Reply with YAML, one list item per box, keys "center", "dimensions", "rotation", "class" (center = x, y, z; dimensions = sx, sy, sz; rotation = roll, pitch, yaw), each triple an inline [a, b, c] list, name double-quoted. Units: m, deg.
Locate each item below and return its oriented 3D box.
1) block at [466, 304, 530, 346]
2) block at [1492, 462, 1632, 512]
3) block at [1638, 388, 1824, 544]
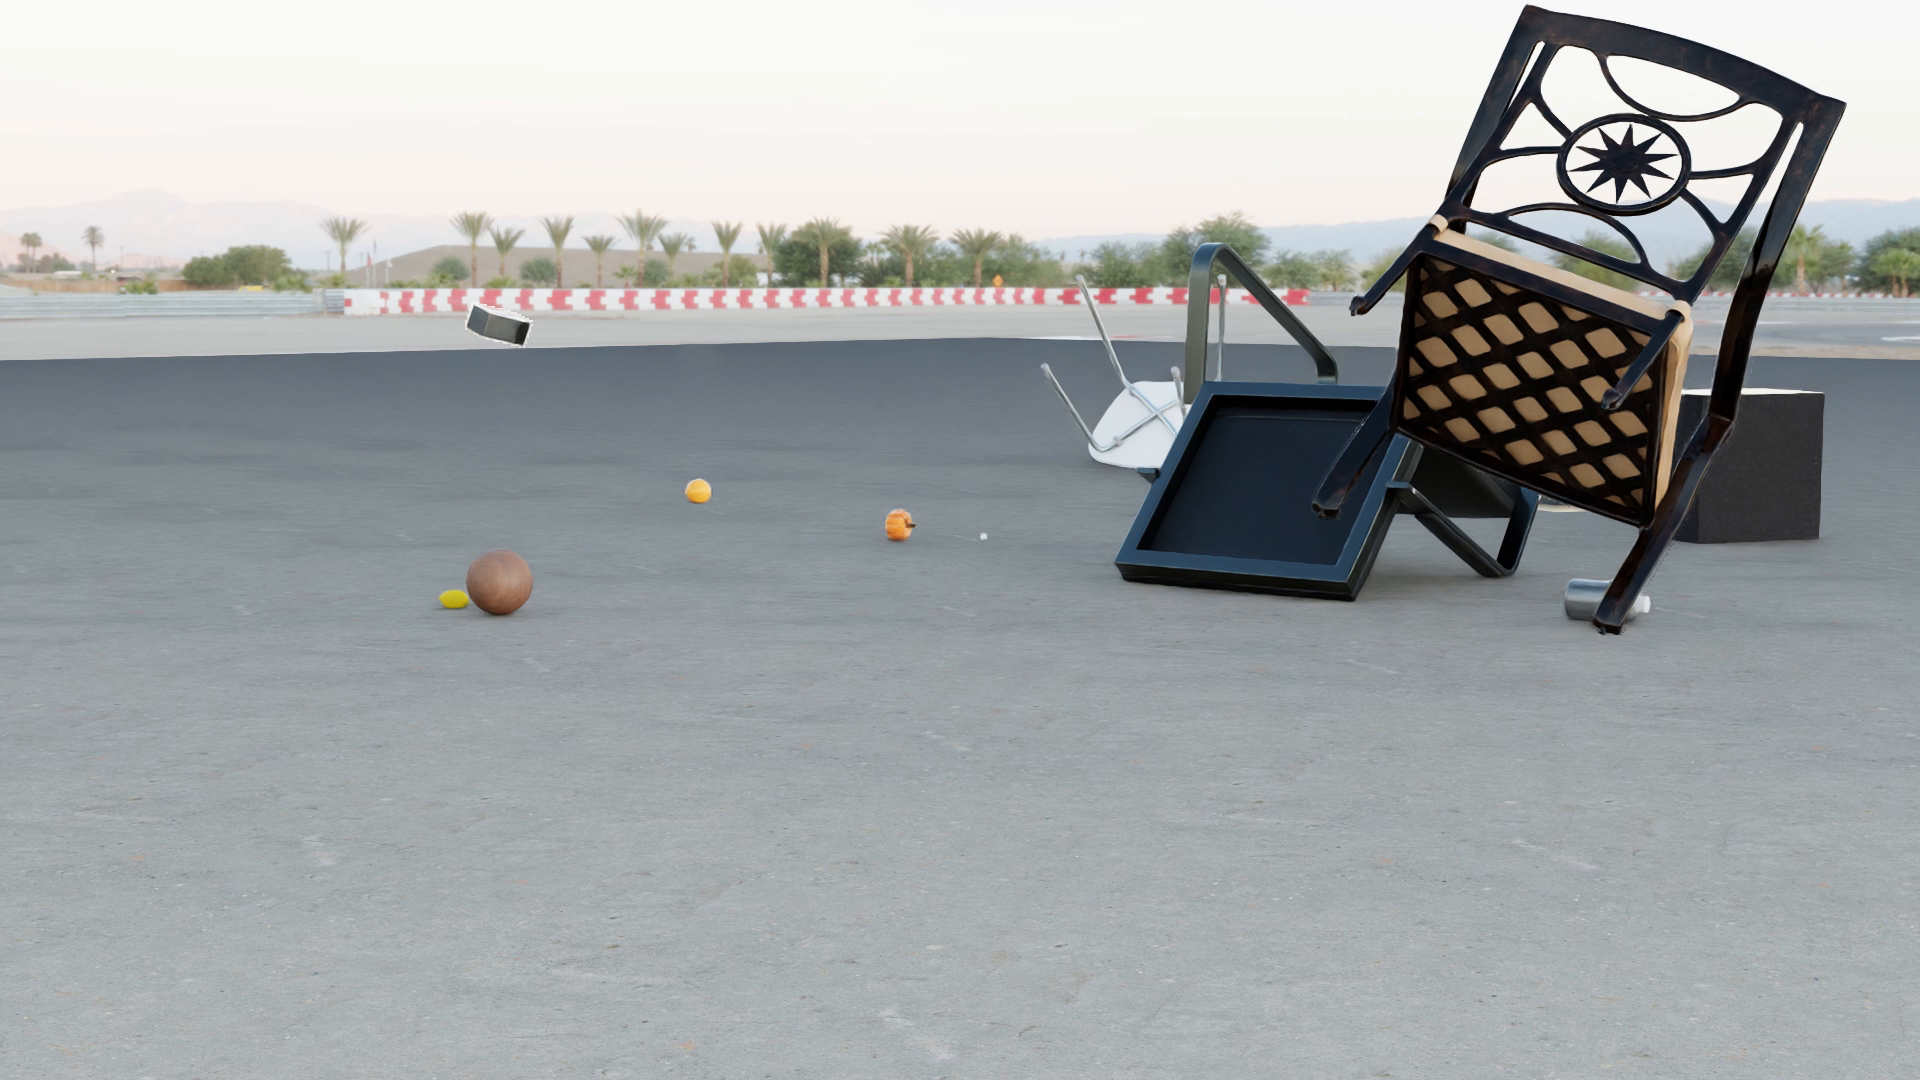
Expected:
- center: [-1.338, -0.623, 7.439]
  dimensions: [0.144, 0.069, 0.089]
  rotation: [11, 12, -45]
  class: "block"
- center: [1.723, -0.155, 7.349]
  dimensions: [0.260, 0.116, 0.303]
  rotation: [-3, 6, -24]
  class: "block"
- center: [1.941, -0.190, 6.466]
  dimensions: [0.365, 0.367, 0.246]
  rotation: [-2, 6, -21]
  class: "block"
